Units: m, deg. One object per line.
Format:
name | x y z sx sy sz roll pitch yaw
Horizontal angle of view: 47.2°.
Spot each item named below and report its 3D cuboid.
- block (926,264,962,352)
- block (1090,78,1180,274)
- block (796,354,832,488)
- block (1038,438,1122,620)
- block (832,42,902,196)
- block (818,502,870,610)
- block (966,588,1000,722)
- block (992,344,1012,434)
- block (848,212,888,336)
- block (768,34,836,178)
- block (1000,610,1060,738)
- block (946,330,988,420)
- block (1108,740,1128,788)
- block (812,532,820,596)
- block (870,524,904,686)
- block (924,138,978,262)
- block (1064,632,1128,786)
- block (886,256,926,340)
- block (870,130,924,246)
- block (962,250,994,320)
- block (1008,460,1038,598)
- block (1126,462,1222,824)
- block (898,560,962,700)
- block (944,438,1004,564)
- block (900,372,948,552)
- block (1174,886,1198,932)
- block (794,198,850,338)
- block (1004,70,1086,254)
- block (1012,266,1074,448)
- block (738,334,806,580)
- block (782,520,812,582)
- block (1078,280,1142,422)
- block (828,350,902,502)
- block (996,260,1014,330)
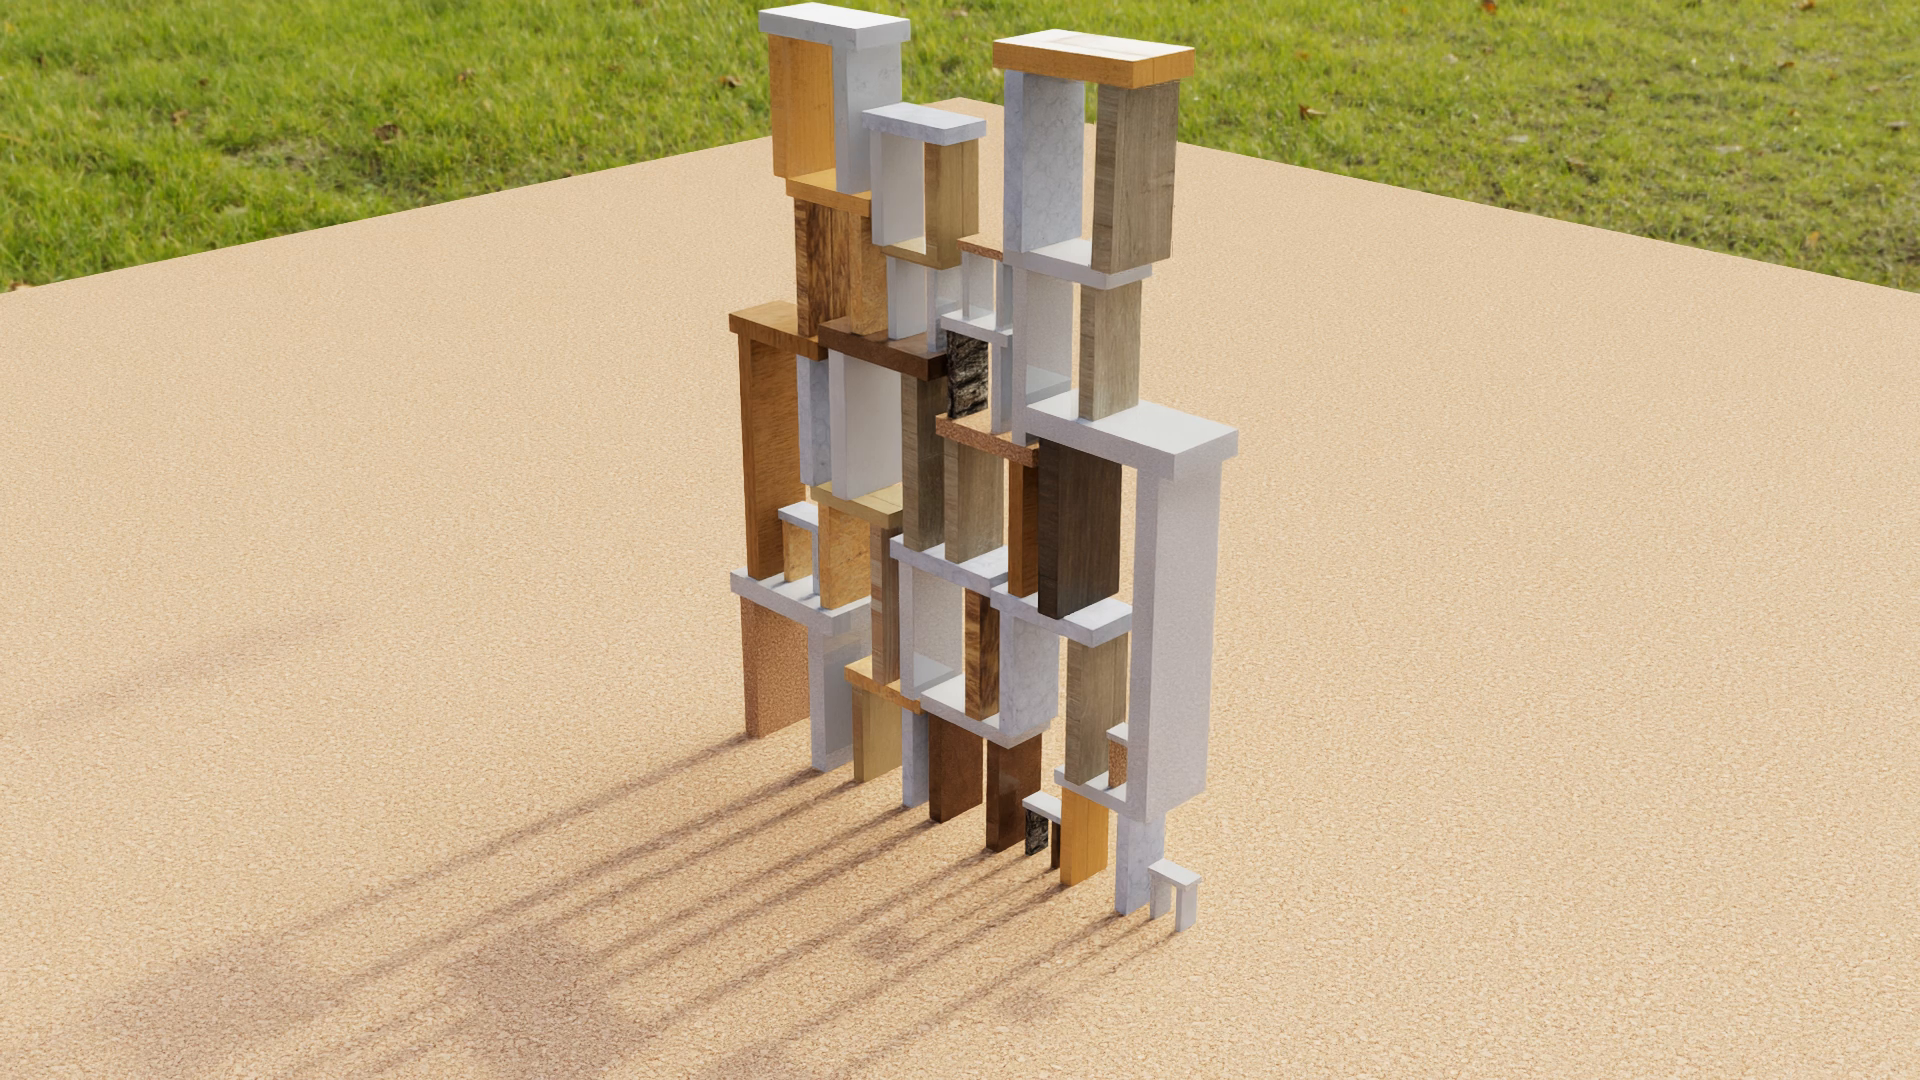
block | -0.025 -0.434 4.070 0.081 0.161 0.023 -22 31 -40
block | 0.290 -0.607 3.639 0.044 0.309 0.154 22 30 40
block | -0.259 -0.253 4.395 0.135 0.270 0.038 -21 31 -40
block | 0.217 -0.042 3.974 0.048 0.341 0.171 21 31 40
block | -0.170 -0.787 4.079 0.135 0.270 0.038 -21 31 -40
block | -0.233 0.018 4.478 0.115 0.230 0.033 -21 31 -41
block | 0.071 0.201 4.238 0.038 0.271 0.135 21 31 40
block | 0.095 -0.284 3.997 0.024 0.168 0.084 21 31 41
block | -0.154 -0.515 4.168 0.117 0.234 0.033 -21 31 -40
block | -0.297 -0.837 4.198 0.135 0.270 0.038 -22 31 -40
block | 0.132 0.236 4.176 0.036 0.256 0.128 21 31 40
block | 0.014 -0.315 4.069 0.024 0.168 0.084 21 31 41
block | 0.297 0.406 4.068 0.049 0.097 0.014 -21 30 -41
block | -0.273 0.040 4.545 0.019 0.137 0.068 21 31 41
block | -0.125 0.114 4.401 0.033 0.347 0.115 21 31 41
block | -0.014 -0.620 3.969 0.107 0.213 0.030 -21 31 -40
block | 0.253 0.299 4.072 0.036 0.292 0.128 21 31 41
block | -0.100 -0.464 4.141 0.081 0.161 0.023 -22 31 -40
block | -0.115 -0.659 4.062 0.030 0.213 0.107 21 31 40
block | 0.032 -0.468 3.989 0.018 0.128 0.064 21 31 40
block | 0.145 -0.036 4.057 0.124 0.265 0.035 -22 31 -40
block | 0.376 0.172 3.889 0.048 0.669 0.171 21 31 40
block | -0.057 0.161 4.360 0.135 0.292 0.038 -21 31 -40
block | 0.027 -0.089 4.160 0.124 0.247 0.035 -21 31 -40
block | -0.041 -0.165 4.203 0.152 0.352 0.043 -21 31 -40
block | 0.417 0.674 4.055 0.013 0.092 0.046 21 31 41
block | -0.264 -0.540 4.278 0.033 0.273 0.117 21 31 41
block | 0.144 -0.661 3.776 0.154 0.309 0.044 -21 31 -40
block | 0.147 -0.338 3.919 0.120 0.329 0.034 -22 31 -40
block | -0.386 -0.183 4.563 0.038 0.532 0.135 21 31 41
block | -0.338 0.014 4.605 0.019 0.137 0.068 21 31 41
block | 0.259 -0.335 3.797 0.120 0.239 0.034 -22 32 -40
block | -0.184 -0.243 4.326 0.152 0.304 0.043 -22 31 -40
block | 0.093 -0.444 3.934 0.018 0.128 0.064 21 31 41
